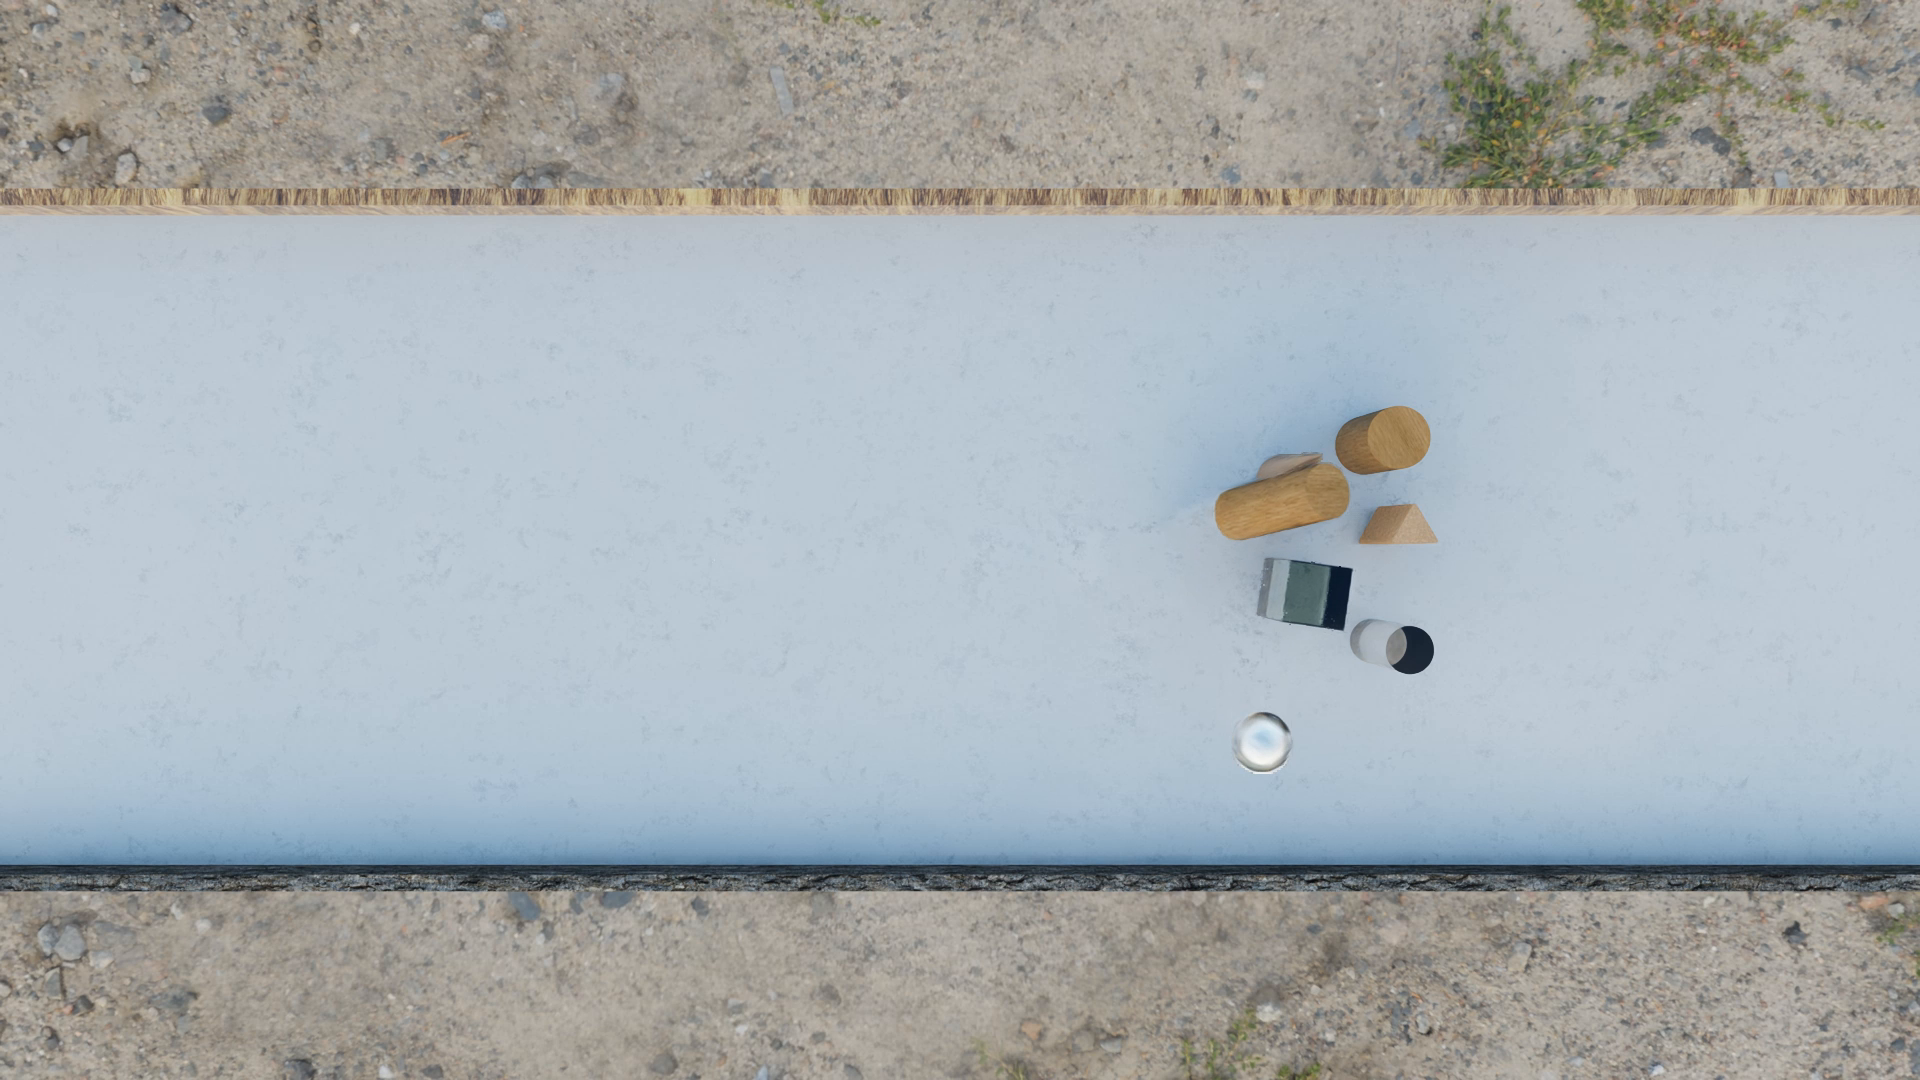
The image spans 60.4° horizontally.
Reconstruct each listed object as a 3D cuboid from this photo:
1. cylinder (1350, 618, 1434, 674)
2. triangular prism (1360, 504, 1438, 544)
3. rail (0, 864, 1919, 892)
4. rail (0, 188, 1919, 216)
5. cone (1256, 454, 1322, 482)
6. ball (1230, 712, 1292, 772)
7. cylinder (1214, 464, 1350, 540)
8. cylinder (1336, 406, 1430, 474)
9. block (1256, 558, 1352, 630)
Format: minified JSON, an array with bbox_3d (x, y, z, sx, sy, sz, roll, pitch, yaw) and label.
[{"bbox_3d":[1.268,0.311,4.863,0.137,0.427,0.137,0,90,0],"label":"cylinder"},{"bbox_3d":[1.291,-0.048,4.878,0.129,0.397,0.111,-1,90,0],"label":"triangular prism"},{"bbox_3d":[-2.247,1.025,5.001,12.000,0.150,0.050,0,90,0],"label":"rail"},{"bbox_3d":[-2.247,-1.025,5.002,12.000,0.150,0.050,0,90,0],"label":"rail"},{"bbox_3d":[1.006,-0.211,4.870,0.158,0.391,0.158,1,81,-6],"label":"cone"},{"bbox_3d":[0.845,0.565,4.620,0.171,0.171,0.171,0,90,0],"label":"ball"},{"bbox_3d":[0.941,-0.107,4.854,0.161,0.421,0.161,5,79,-28],"label":"cylinder"},{"bbox_3d":[1.244,-0.291,4.875,0.180,0.404,0.180,0,90,0],"label":"cylinder"},{"bbox_3d":[1.013,0.156,4.874,0.179,0.404,0.179,8,90,0],"label":"block"}]
